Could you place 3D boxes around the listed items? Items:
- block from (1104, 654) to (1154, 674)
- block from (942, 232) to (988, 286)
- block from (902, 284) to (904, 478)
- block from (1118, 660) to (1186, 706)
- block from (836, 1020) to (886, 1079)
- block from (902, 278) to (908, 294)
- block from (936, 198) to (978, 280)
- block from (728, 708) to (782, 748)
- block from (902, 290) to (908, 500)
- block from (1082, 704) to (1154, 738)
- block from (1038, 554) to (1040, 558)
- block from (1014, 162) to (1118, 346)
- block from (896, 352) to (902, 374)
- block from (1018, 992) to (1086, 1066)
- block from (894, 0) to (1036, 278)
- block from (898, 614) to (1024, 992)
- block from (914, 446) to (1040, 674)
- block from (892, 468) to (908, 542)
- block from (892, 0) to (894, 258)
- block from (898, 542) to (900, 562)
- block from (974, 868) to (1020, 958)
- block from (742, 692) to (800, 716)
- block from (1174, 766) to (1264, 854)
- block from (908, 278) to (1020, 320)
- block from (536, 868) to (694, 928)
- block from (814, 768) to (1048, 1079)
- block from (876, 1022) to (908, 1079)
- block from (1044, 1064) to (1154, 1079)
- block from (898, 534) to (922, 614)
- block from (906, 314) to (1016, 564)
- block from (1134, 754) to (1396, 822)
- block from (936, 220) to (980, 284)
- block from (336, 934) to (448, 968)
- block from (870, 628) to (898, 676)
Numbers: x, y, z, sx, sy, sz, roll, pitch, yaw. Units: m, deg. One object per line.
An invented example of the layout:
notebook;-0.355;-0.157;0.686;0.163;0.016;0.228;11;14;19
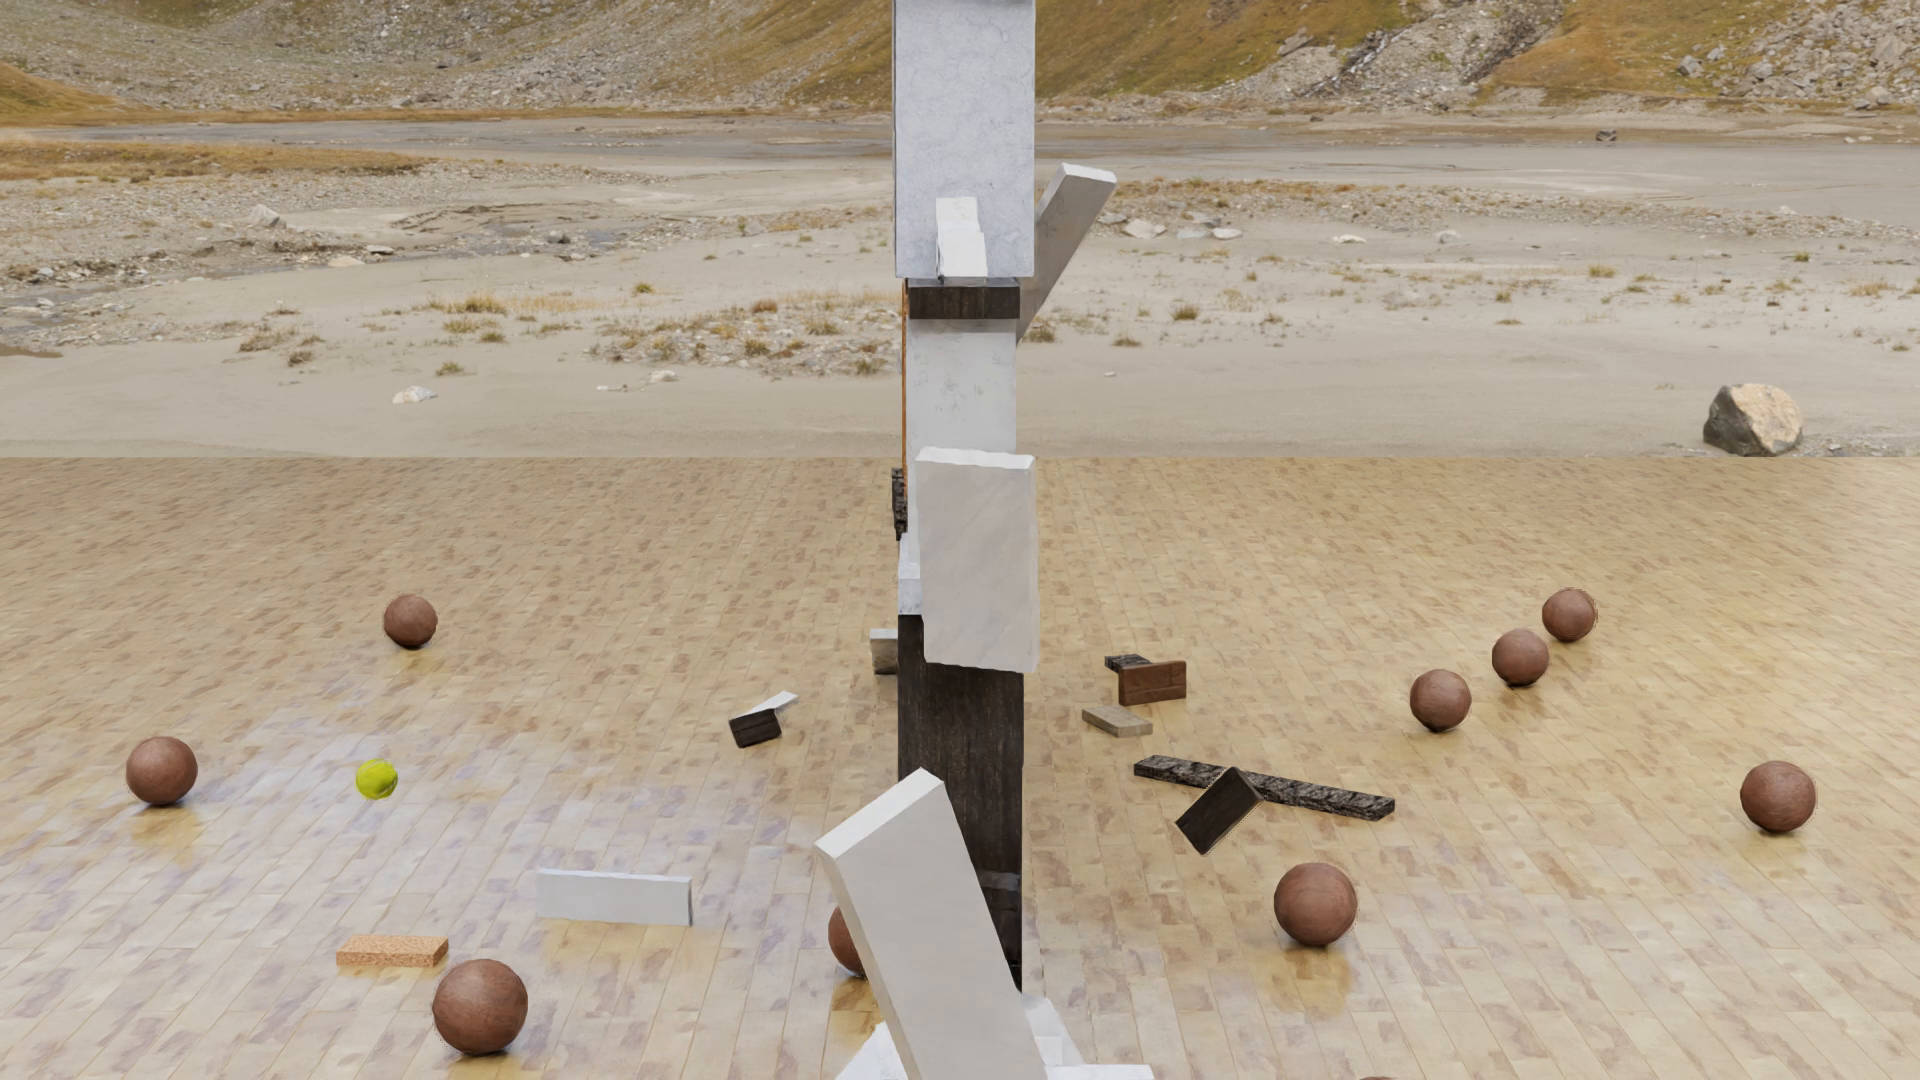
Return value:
block;0.410;0.300;5.167;0.082;0.023;0.164;-4;11;-19
block;0.005;-0.345;2.706;0.053;0.015;0.105;0;38;-2
block;-0.014;-0.233;3.188;0.140;0.281;0.040;0;10;-2
block;0.430;0.318;4.904;0.164;0.082;0.023;-5;9;-27
block;-0.055;0.607;2.570;0.115;0.033;0.230;1;11;16
block;-0.008;-0.373;3.066;0.140;0.040;0.281;0;10;-2
block;-0.004;-0.383;2.799;0.053;0.105;0.015;-1;-13;-4
block;-0.426;0.390;4.579;0.017;0.059;0.118;-26;-8;39
block;-0.007;-0.198;3.002;0.140;0.281;0.040;-1;11;-3
block;0.336;0.387;4.697;0.083;0.024;0.166;-5;12;-24
block;0.102;0.108;5.261;0.118;0.236;0.033;20;43;1
block;0.120;-0.485;4.149;0.107;0.563;0.030;5;49;-28
block;-0.020;-0.347;4.419;0.214;0.030;0.107;5;10;-5
block;0.089;0.575;2.461;0.038;0.133;0.266;-29;-3;-13
block;0.005;-0.523;2.828;0.177;0.366;0.050;-1;11;-4
block;0.001;0.326;2.756;0.154;0.500;0.044;0;10;0
block;0.022;0.025;2.575;0.133;0.266;0.038;5;28;15
block;-0.009;-0.053;3.124;0.170;0.048;0.340;-1;11;-3
block;-0.006;-0.572;3.062;0.177;0.354;0.050;0;10;-2
block;-0.001;0.158;3.047;0.170;0.340;0.048;0;10;-1
block;-0.020;0.571;2.709;0.133;0.373;0.038;8;23;0
block;-0.409;0.364;4.727;0.118;0.017;0.059;-29;22;-28
block;0.444;0.464;3.775;0.073;0.147;0.021;52;21;24
block;0.002;-0.311;2.796;0.135;0.038;0.270;0;10;-2
block;-0.556;0.576;3.540;0.254;0.076;0.021;2;11;10
block;0.006;0.452;1.968;0.115;0.554;0.033;-33;34;-24
block;-0.019;0.616;2.326;0.115;0.230;0.033;-11;-34;3
block;0.089;0.632;2.183;0.135;0.286;0.038;4;35;-20
block;0.000;0.040;2.809;0.154;0.044;0.308;0;11;-1
block;0.001;-0.125;2.739;0.135;0.307;0.038;0;11;0
block;0.579;0.474;4.227;0.517;0.024;0.083;7;13;35
block;0.000;-0.360;2.752;0.053;0.015;0.105;-1;47;-4
block;-0.873;0.632;3.384;0.151;0.021;0.076;1;11;5
block;-0.158;0.254;4.946;0.082;0.023;0.406;0;-15;-1
